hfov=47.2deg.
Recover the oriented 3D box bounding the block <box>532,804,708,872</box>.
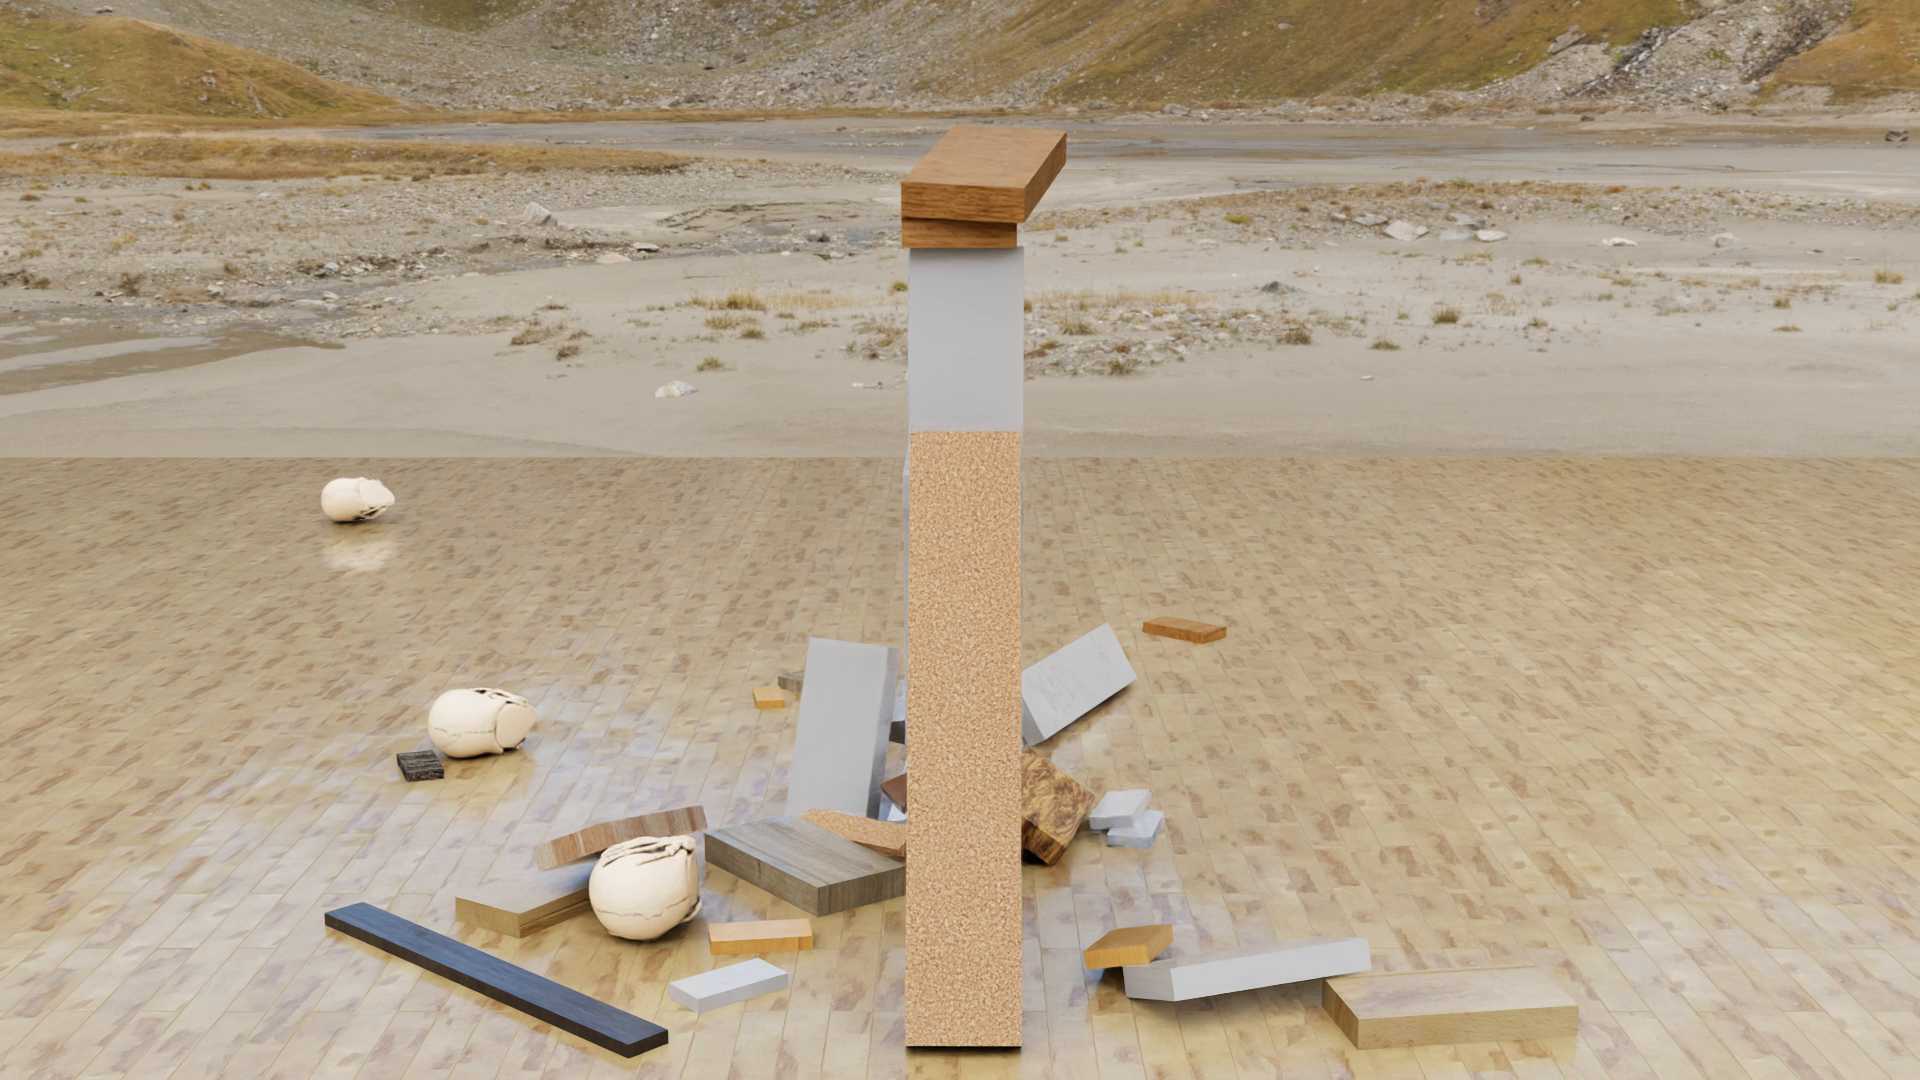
[{"bbox_3d":[-0.560,0.493,3.647,0.145,0.041,0.290,-21,-10,25],"label":"block"}]

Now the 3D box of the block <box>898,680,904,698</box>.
[{"bbox_3d":[-0.027,0.328,4.268,0.175,0.050,0.350,0,-14,1],"label":"block"}]

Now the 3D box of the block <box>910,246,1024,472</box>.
[{"bbox_3d":[0.011,-0.267,3.249,0.166,0.332,0.047,0,11,1],"label":"block"}]

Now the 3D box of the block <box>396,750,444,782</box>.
[{"bbox_3d":[-1.073,0.449,4.372,0.071,0.020,0.142,-4,11,-22],"label":"block"}]

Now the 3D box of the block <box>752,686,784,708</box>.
[{"bbox_3d":[-0.428,0.351,4.907,0.062,0.017,0.123,-2,11,-10],"label":"block"}]

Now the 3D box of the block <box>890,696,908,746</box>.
[{"bbox_3d":[-0.079,0.350,4.166,0.155,0.044,0.325,-9,-17,31],"label":"block"}]

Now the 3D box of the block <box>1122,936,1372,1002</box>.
[{"bbox_3d":[0.419,0.626,3.218,0.321,0.046,0.161,-4,-7,-22],"label":"block"}]

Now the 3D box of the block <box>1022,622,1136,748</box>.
[{"bbox_3d":[0.241,0.308,4.787,0.041,0.145,0.568,-29,-3,26],"label":"block"}]

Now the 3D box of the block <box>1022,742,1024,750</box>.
[{"bbox_3d":[0.052,0.450,3.768,0.080,0.228,0.023,8,16,-2],"label":"block"}]

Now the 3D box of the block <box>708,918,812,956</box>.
[{"bbox_3d":[-0.312,0.621,3.442,0.158,0.022,0.079,-2,11,-9],"label":"block"}]

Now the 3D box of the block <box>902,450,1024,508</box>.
[{"bbox_3d":[0.005,-0.104,3.413,0.178,0.050,0.355,0,11,0],"label":"block"}]

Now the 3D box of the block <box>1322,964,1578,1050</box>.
[{"bbox_3d":[0.697,0.665,3.141,0.321,0.046,0.161,-2,11,-9],"label":"block"}]

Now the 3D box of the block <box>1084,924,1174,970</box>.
[{"bbox_3d":[0.257,0.614,3.327,0.095,0.027,0.190,-9,-2,16],"label":"block"}]

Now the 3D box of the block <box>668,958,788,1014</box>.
[{"bbox_3d":[-0.341,0.657,3.247,0.158,0.022,0.079,-9,14,-39],"label":"block"}]

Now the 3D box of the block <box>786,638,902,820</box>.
[{"bbox_3d":[-0.214,0.354,4.018,0.168,0.336,0.048,6,-4,28],"label":"block"}]

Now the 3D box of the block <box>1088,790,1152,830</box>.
[{"bbox_3d":[0.293,0.491,4.013,0.080,0.023,0.159,-5,9,18],"label":"block"}]

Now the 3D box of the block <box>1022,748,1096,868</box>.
[{"bbox_3d":[0.144,0.476,3.947,0.155,0.044,0.310,36,16,4],"label":"block"}]

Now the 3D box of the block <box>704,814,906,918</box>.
[{"bbox_3d":[-0.267,0.550,3.746,0.179,0.051,0.357,-8,13,-36],"label":"block"}]

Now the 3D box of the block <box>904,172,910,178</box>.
[{"bbox_3d":[0.010,-0.568,3.552,0.179,0.051,0.357,0,11,2],"label":"block"}]

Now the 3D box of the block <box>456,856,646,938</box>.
[{"bbox_3d":[-0.670,0.579,3.616,0.145,0.041,0.290,7,13,34],"label":"block"}]

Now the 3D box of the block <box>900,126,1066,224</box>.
[{"bbox_3d":[0.041,-0.550,3.286,0.179,0.051,0.357,5,24,11],"label":"block"}]

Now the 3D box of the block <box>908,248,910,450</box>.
[{"bbox_3d":[0.001,-0.310,3.472,0.166,0.332,0.047,0,10,-1],"label":"block"}]

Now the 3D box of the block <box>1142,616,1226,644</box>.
[{"bbox_3d":[0.566,0.226,5.552,0.192,0.027,0.096,10,14,42],"label":"block"}]

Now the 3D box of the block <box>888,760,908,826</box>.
[{"bbox_3d":[-0.025,0.432,3.949,0.155,0.044,0.310,-10,22,13],"label":"block"}]

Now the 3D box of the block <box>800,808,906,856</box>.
[{"bbox_3d":[-0.184,0.507,3.826,0.055,0.016,0.375,-42,21,-26],"label":"block"}]

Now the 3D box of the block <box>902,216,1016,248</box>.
[{"bbox_3d":[0.000,-0.476,3.330,0.166,0.047,0.332,0,11,0],"label":"block"}]

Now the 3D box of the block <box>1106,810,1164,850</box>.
[{"bbox_3d":[0.318,0.522,3.976,0.080,0.023,0.159,2,11,13],"label":"block"}]

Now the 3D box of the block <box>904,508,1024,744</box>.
[{"bbox_3d":[0.005,0.125,3.334,0.178,0.369,0.050,0,10,0],"label":"block"}]

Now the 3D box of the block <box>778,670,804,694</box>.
[{"bbox_3d":[-0.312,0.329,4.998,0.192,0.027,0.096,9,14,39],"label":"block"}]

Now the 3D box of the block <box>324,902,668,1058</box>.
[{"bbox_3d":[-0.712,0.649,3.294,0.765,0.020,0.071,10,14,42],"label":"block"}]

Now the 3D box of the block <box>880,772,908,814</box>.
[{"bbox_3d":[-0.096,0.447,3.881,0.055,0.016,0.110,-22,23,-15],"label":"block"}]

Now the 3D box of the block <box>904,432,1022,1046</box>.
[{"bbox_3d":[0.006,0.272,3.129,0.161,0.872,0.046,0,-12,0],"label":"block"}]
